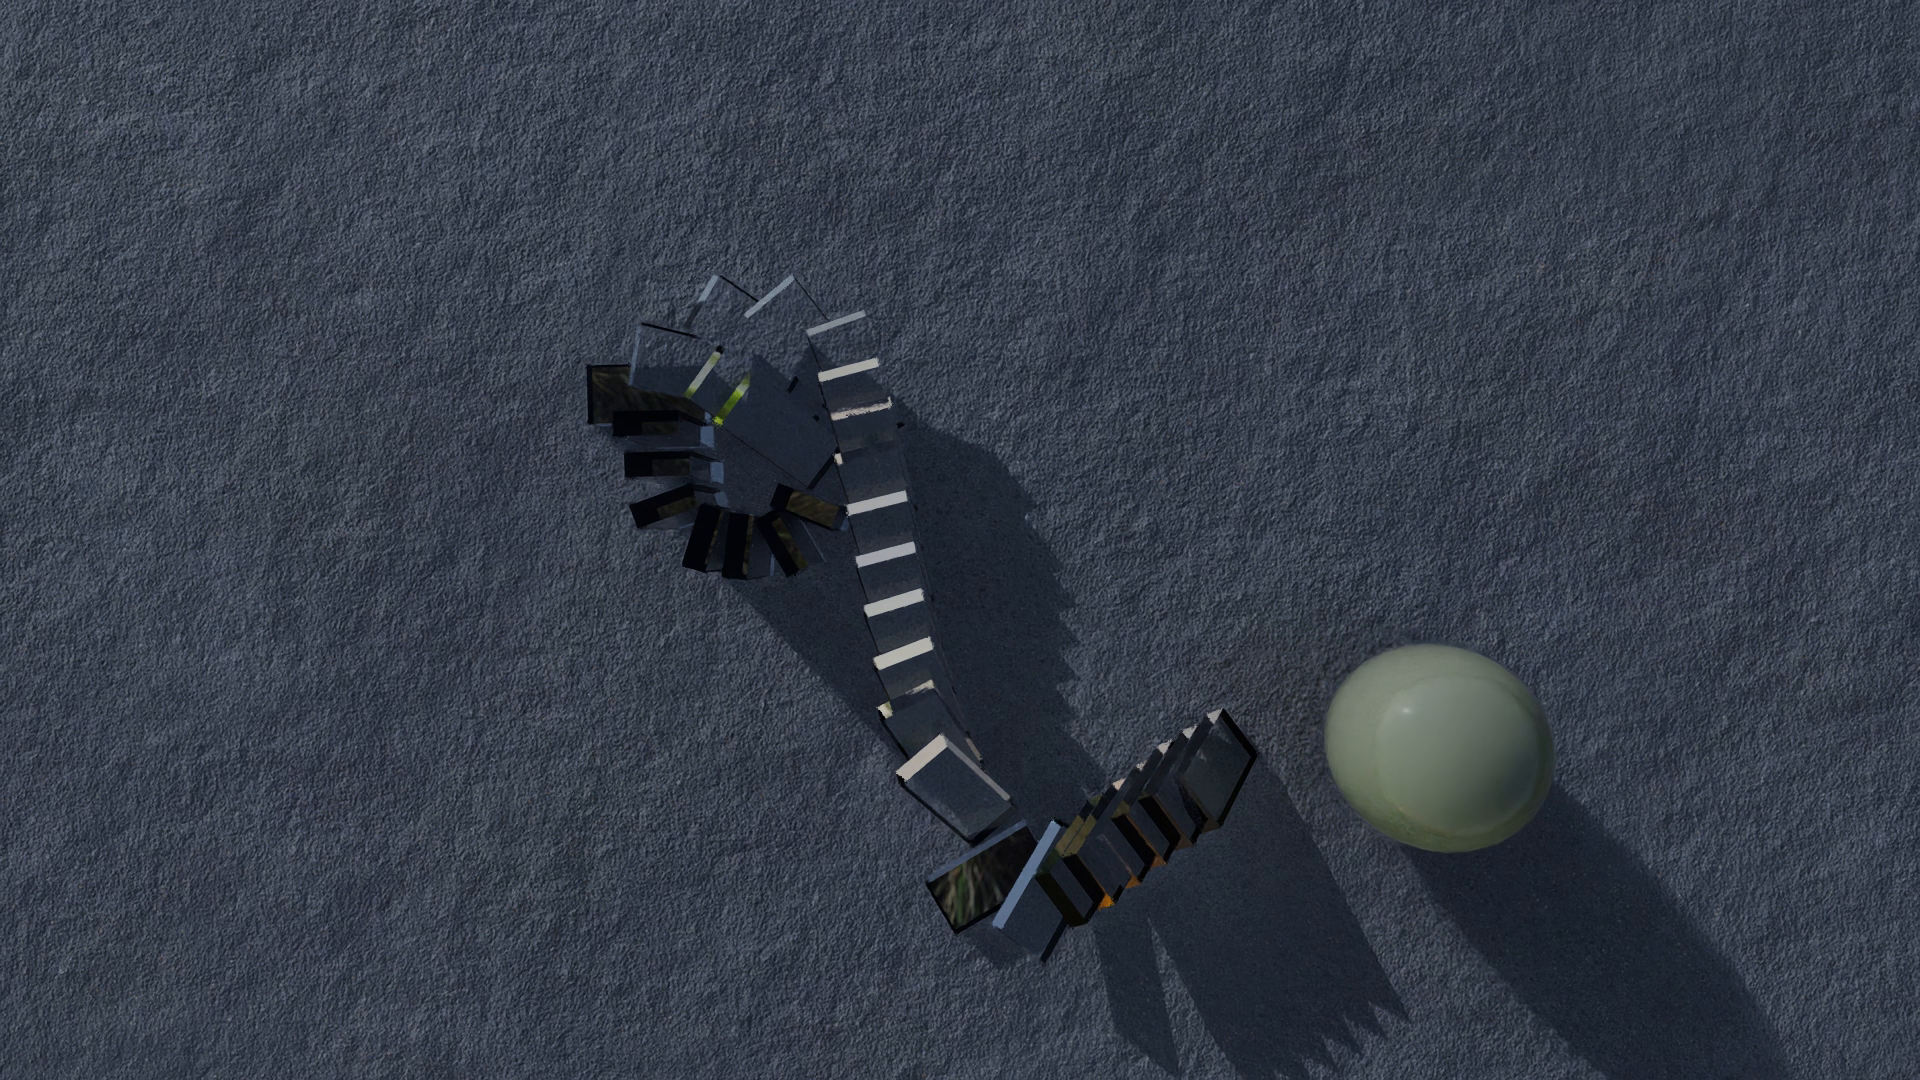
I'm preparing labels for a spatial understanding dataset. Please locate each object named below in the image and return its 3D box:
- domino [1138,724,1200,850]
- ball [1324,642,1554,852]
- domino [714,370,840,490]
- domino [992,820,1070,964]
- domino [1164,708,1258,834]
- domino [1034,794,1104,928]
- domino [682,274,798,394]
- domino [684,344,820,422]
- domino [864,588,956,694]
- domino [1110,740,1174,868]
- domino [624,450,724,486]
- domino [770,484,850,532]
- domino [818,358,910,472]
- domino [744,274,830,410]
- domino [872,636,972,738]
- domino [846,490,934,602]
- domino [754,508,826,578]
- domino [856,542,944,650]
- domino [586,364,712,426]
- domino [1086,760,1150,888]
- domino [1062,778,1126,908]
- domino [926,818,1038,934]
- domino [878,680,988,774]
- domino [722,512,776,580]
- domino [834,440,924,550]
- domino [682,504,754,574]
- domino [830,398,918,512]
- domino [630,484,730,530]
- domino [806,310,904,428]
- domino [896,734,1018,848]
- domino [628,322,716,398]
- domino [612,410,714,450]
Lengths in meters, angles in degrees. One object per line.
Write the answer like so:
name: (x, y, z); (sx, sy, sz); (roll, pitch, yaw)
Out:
domino: (0.094, 0.101, 0.378); (0.010, 0.050, 0.025); (-37, 90, 42)
ball: (0.186, 0.081, 0.360); (0.080, 0.080, 0.080); (0, 90, 0)
domino: (-0.074, -0.045, 0.381); (0.050, 0.010, 0.025); (37, 89, -37)
domino: (0.037, 0.146, 0.383); (0.025, 0.010, 0.050); (42, 66, -13)
domino: (0.105, 0.094, 0.378); (0.009, 0.050, 0.025); (-37, 90, 42)
domino: (0.053, 0.131, 0.378); (0.025, 0.050, 0.010); (53, 132, 0)
domino: (-0.086, -0.085, 0.382); (0.050, 0.010, 0.025); (31, 88, -35)
domino: (-0.086, -0.056, 0.381); (0.050, 0.009, 0.025); (35, 91, -37)
domino: (-0.021, 0.046, 0.384); (0.025, 0.009, 0.050); (-17, 119, 1)
domino: (0.083, 0.108, 0.378); (0.025, 0.050, 0.009); (53, 132, -1)
domino: (-0.116, -0.029, 0.375); (0.025, 0.050, 0.009); (-2, 90, 0)
domino: (-0.060, -0.013, 0.375); (0.025, 0.050, 0.009); (22, 90, 0)
domino: (-0.040, -0.048, 0.382); (0.025, 0.010, 0.050); (-15, 124, 0)
domino: (-0.063, -0.082, 0.382); (0.025, 0.009, 0.050); (-40, 122, -2)
domino: (-0.015, 0.066, 0.384); (0.025, 0.009, 0.050); (-21, 119, 0)
domino: (-0.029, 0.006, 0.383); (0.025, 0.009, 0.050); (-14, 120, -1)
domino: (-0.068, 0.001, 0.375); (0.009, 0.050, 0.025); (-31, 90, 0)
domino: (-0.025, 0.027, 0.384); (0.025, 0.010, 0.050); (-15, 119, 0)
domino: (-0.134, -0.063, 0.395); (0.050, 0.009, 0.025); (-2, 90, 0)
domino: (0.073, 0.116, 0.378); (0.009, 0.050, 0.025); (-37, 90, 42)
domino: (0.063, 0.124, 0.378); (0.009, 0.050, 0.025); (-37, 90, 42)
domino: (0.013, 0.145, 0.395); (0.050, 0.009, 0.025); (-31, 90, 0)
domino: (-0.011, 0.084, 0.383); (0.025, 0.010, 0.050); (-27, 119, 4)
domino: (-0.085, 0.002, 0.375); (0.010, 0.050, 0.025); (7, 90, 0)
domino: (-0.033, -0.015, 0.382); (0.025, 0.010, 0.050); (-15, 124, 0)
domino: (-0.098, -0.001, 0.375); (0.010, 0.050, 0.025); (17, 90, 0)
domino: (-0.035, -0.032, 0.382); (0.025, 0.009, 0.050); (-14, 124, -1)
domino: (-0.113, -0.013, 0.375); (0.025, 0.050, 0.010); (-20, 90, 0)
domino: (-0.043, -0.067, 0.383); (0.025, 0.009, 0.050); (-19, 120, 0)
domino: (-0.001, 0.105, 0.384); (0.025, 0.010, 0.050); (-41, 118, 3)
domino: (-0.110, -0.072, 0.383); (0.050, 0.010, 0.025); (9, 90, -31)
domino: (-0.120, -0.045, 0.375); (0.025, 0.050, 0.009); (-1, 90, 0)
